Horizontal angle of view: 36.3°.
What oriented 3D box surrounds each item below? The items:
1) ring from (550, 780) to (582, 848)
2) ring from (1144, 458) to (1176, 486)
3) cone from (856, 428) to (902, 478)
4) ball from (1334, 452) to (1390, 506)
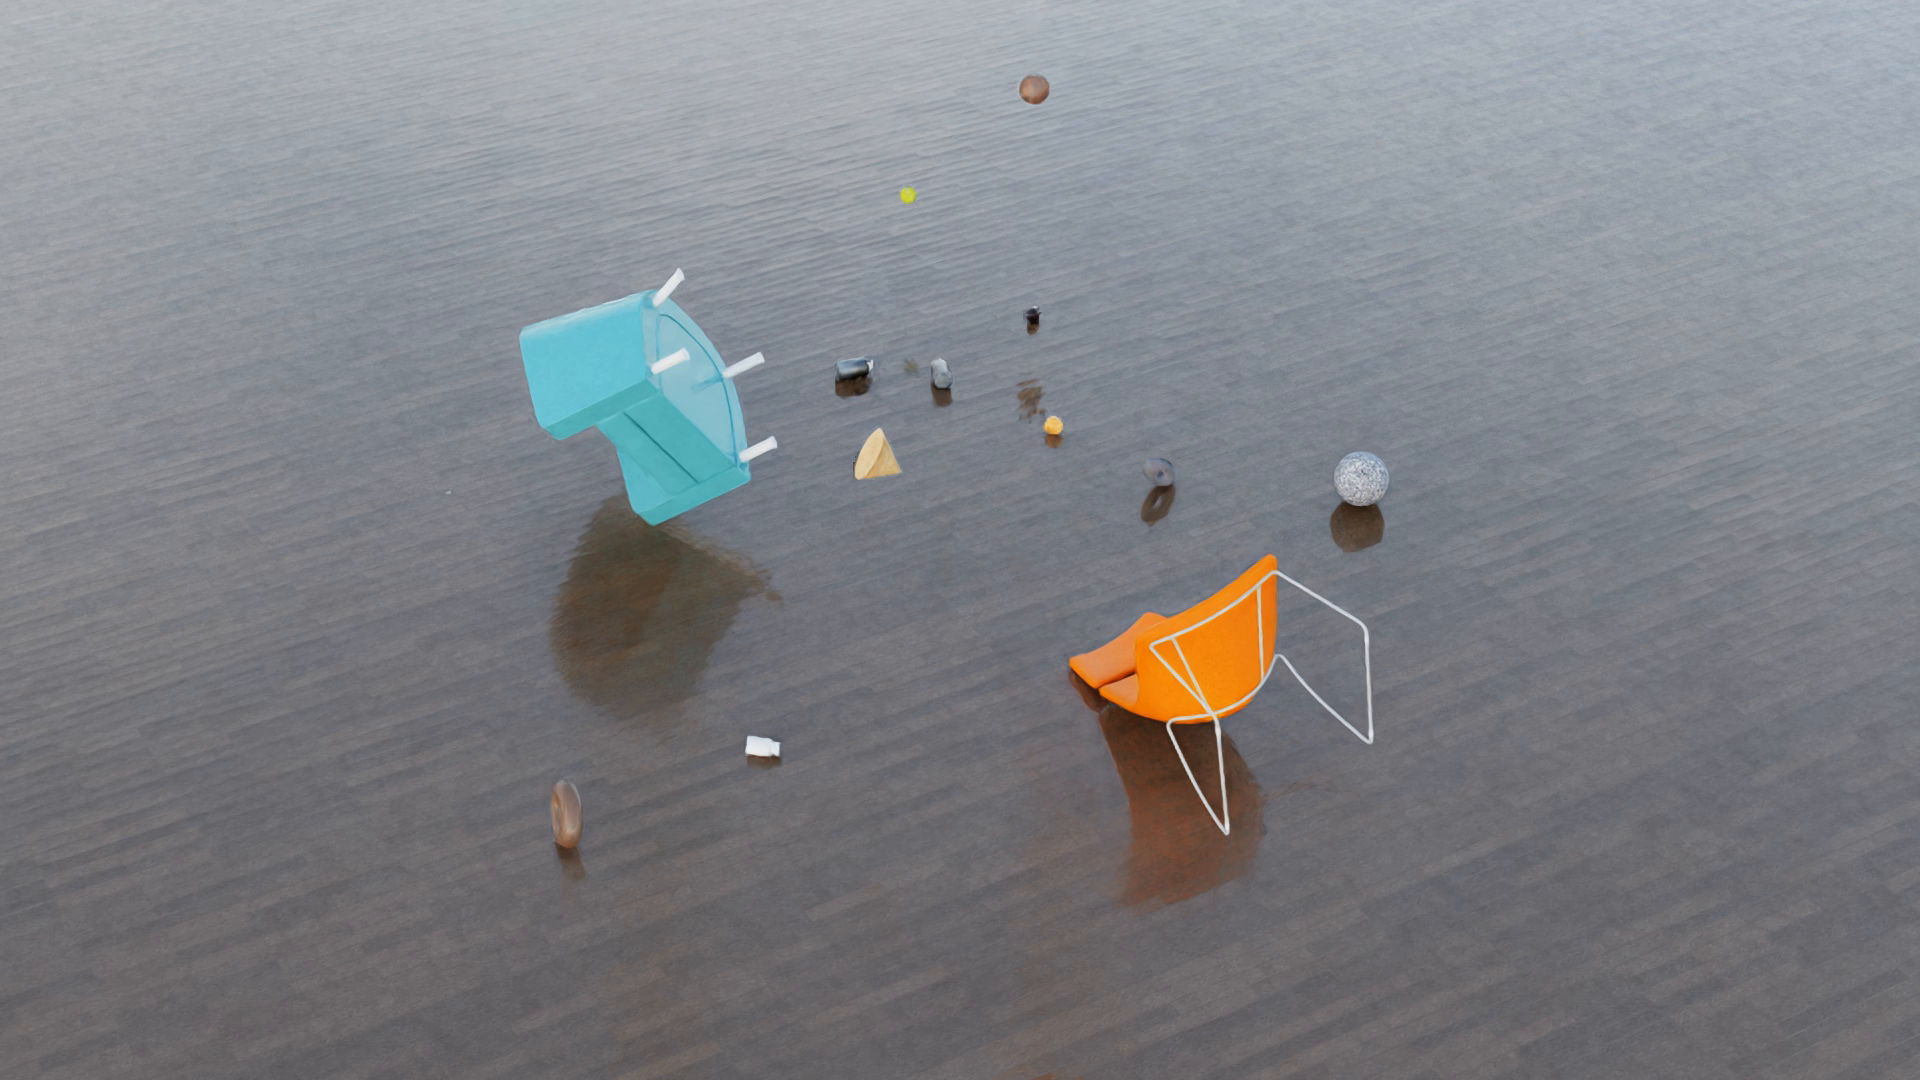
[{"bbox_3d":[-1.267,0.881,9.438,0.068,0.187,0.223,0,62,-24],"label":"ring"},{"bbox_3d":[0.763,-0.262,11.211,0.103,0.191,0.063,-40,57,15],"label":"ring"},{"bbox_3d":[-0.254,-0.262,10.036,0.082,0.188,0.191,22,-5,40],"label":"cone"},{"bbox_3d":[1.520,-0.232,11.106,0.210,0.210,0.210,0,33,0],"label":"ball"}]
